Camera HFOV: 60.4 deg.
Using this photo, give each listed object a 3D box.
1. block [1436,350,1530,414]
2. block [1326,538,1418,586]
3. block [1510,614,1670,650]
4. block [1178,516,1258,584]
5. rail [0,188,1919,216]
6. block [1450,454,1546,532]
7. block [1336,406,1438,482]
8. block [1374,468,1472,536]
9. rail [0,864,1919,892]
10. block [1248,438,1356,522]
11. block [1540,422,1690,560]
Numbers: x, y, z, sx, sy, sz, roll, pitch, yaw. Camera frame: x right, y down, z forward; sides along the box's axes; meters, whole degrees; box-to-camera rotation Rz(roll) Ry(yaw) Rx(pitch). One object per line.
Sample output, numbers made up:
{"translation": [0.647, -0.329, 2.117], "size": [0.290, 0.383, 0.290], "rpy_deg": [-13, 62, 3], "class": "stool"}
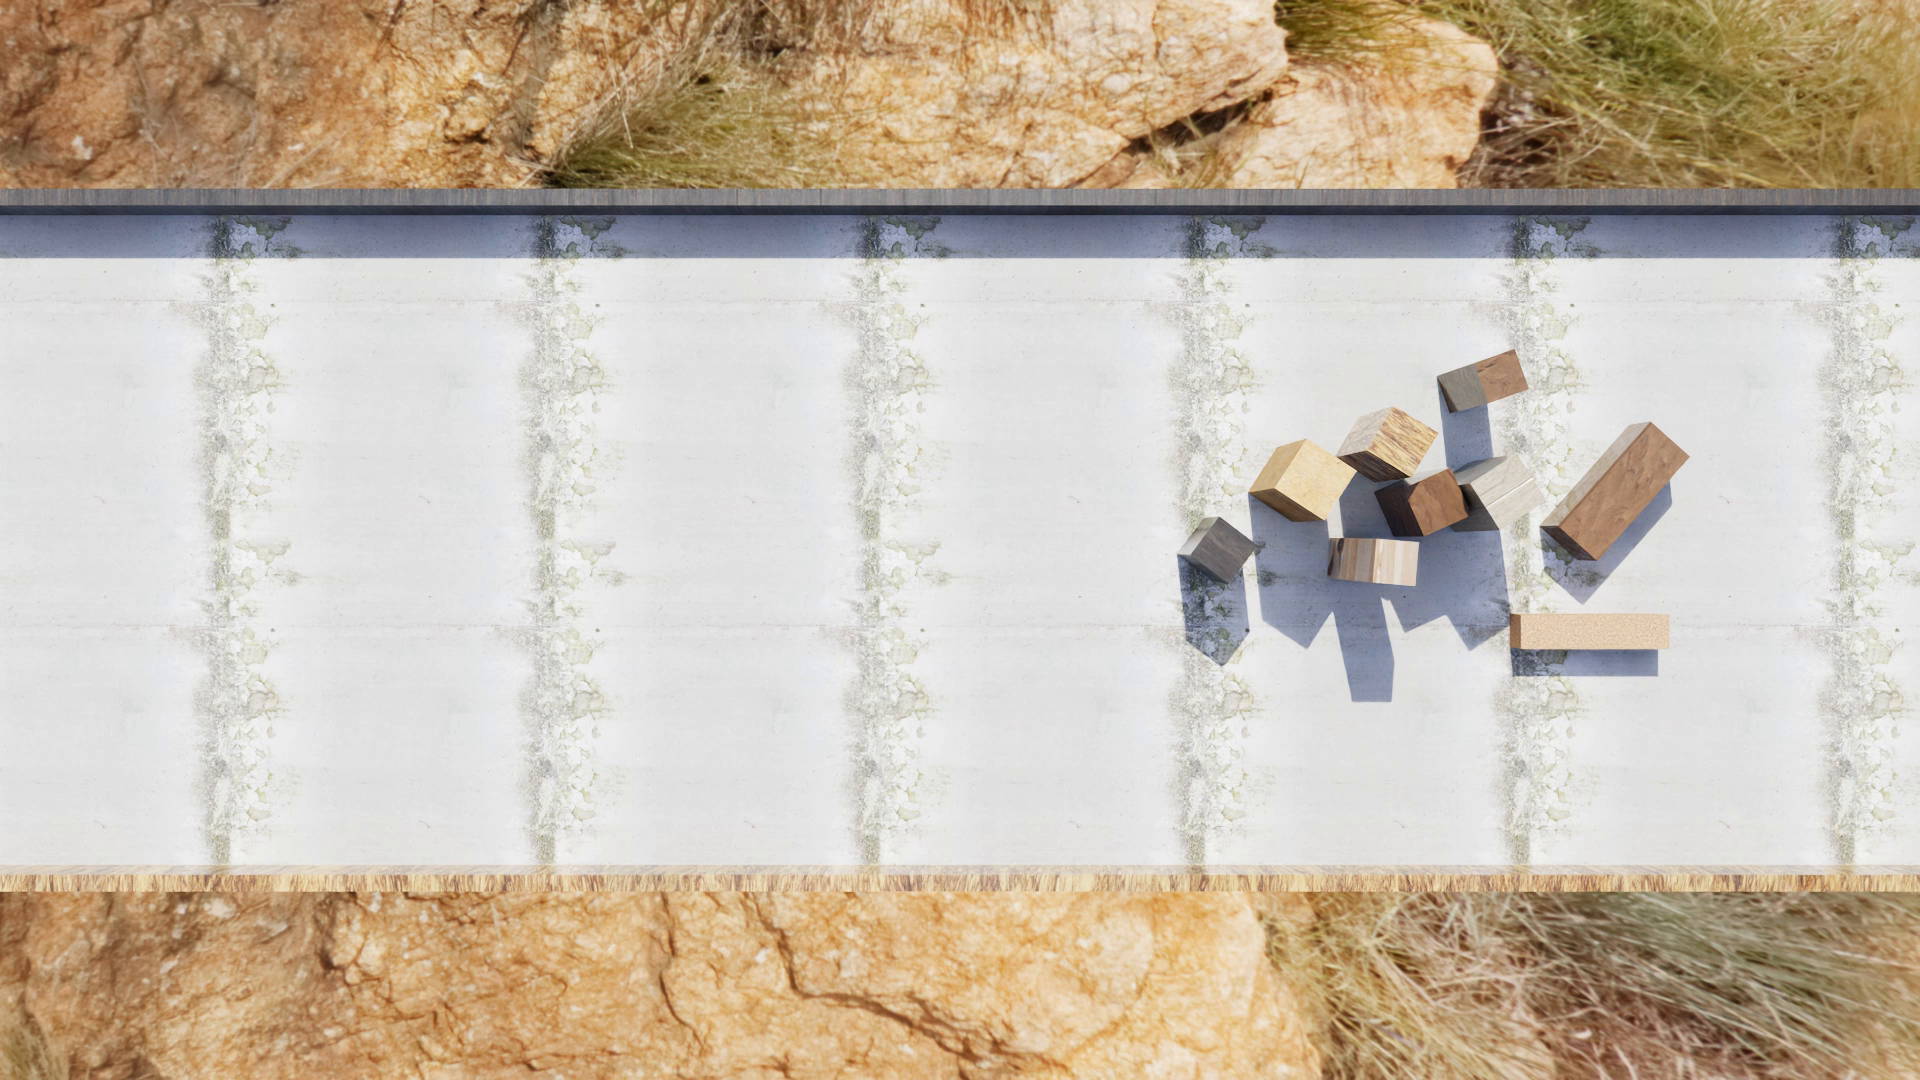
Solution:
{"translation": [1.545, -0.468, 4.890], "size": [0.122, 0.374, 0.122], "rpy_deg": [-20, 90, 0], "class": "block"}
{"translation": [1.212, 0.062, 4.864], "size": [0.124, 0.415, 0.124], "rpy_deg": [5, 90, -5], "class": "block"}
{"translation": [1.916, 0.278, 5.025], "size": [0.447, 0.103, 0.103], "rpy_deg": [0, 90, 0], "class": "block"}
{"translation": [0.765, 0.029, 4.926], "size": [0.140, 0.300, 0.140], "rpy_deg": [37, 90, 0], "class": "block"}
{"translation": [-2.247, -1.025, 5.002], "size": [12.000, 0.150, 0.050], "rpy_deg": [0, 90, 0], "class": "rail"}
{"translation": [1.547, -0.134, 4.869], "size": [0.157, 0.413, 0.157], "rpy_deg": [-33, 90, -1], "class": "block"}
{"translation": [1.253, -0.278, 4.871], "size": [0.148, 0.411, 0.148], "rpy_deg": [31, 90, 0], "class": "block"}
{"translation": [1.373, -0.110, 4.910], "size": [0.151, 0.332, 0.151], "rpy_deg": [-24, 90, 0], "class": "block"}
{"translation": [-2.247, 1.025, 5.001], "size": [12.000, 0.150, 0.050], "rpy_deg": [0, 90, 0], "class": "rail"}
{"translation": [1.000, -0.170, 4.857], "size": [0.167, 0.439, 0.167], "rpy_deg": [33, 90, 0], "class": "block"}
{"translation": [1.980, -0.146, 4.997], "size": [0.159, 0.159, 0.417], "rpy_deg": [42, 90, 0], "class": "block"}
